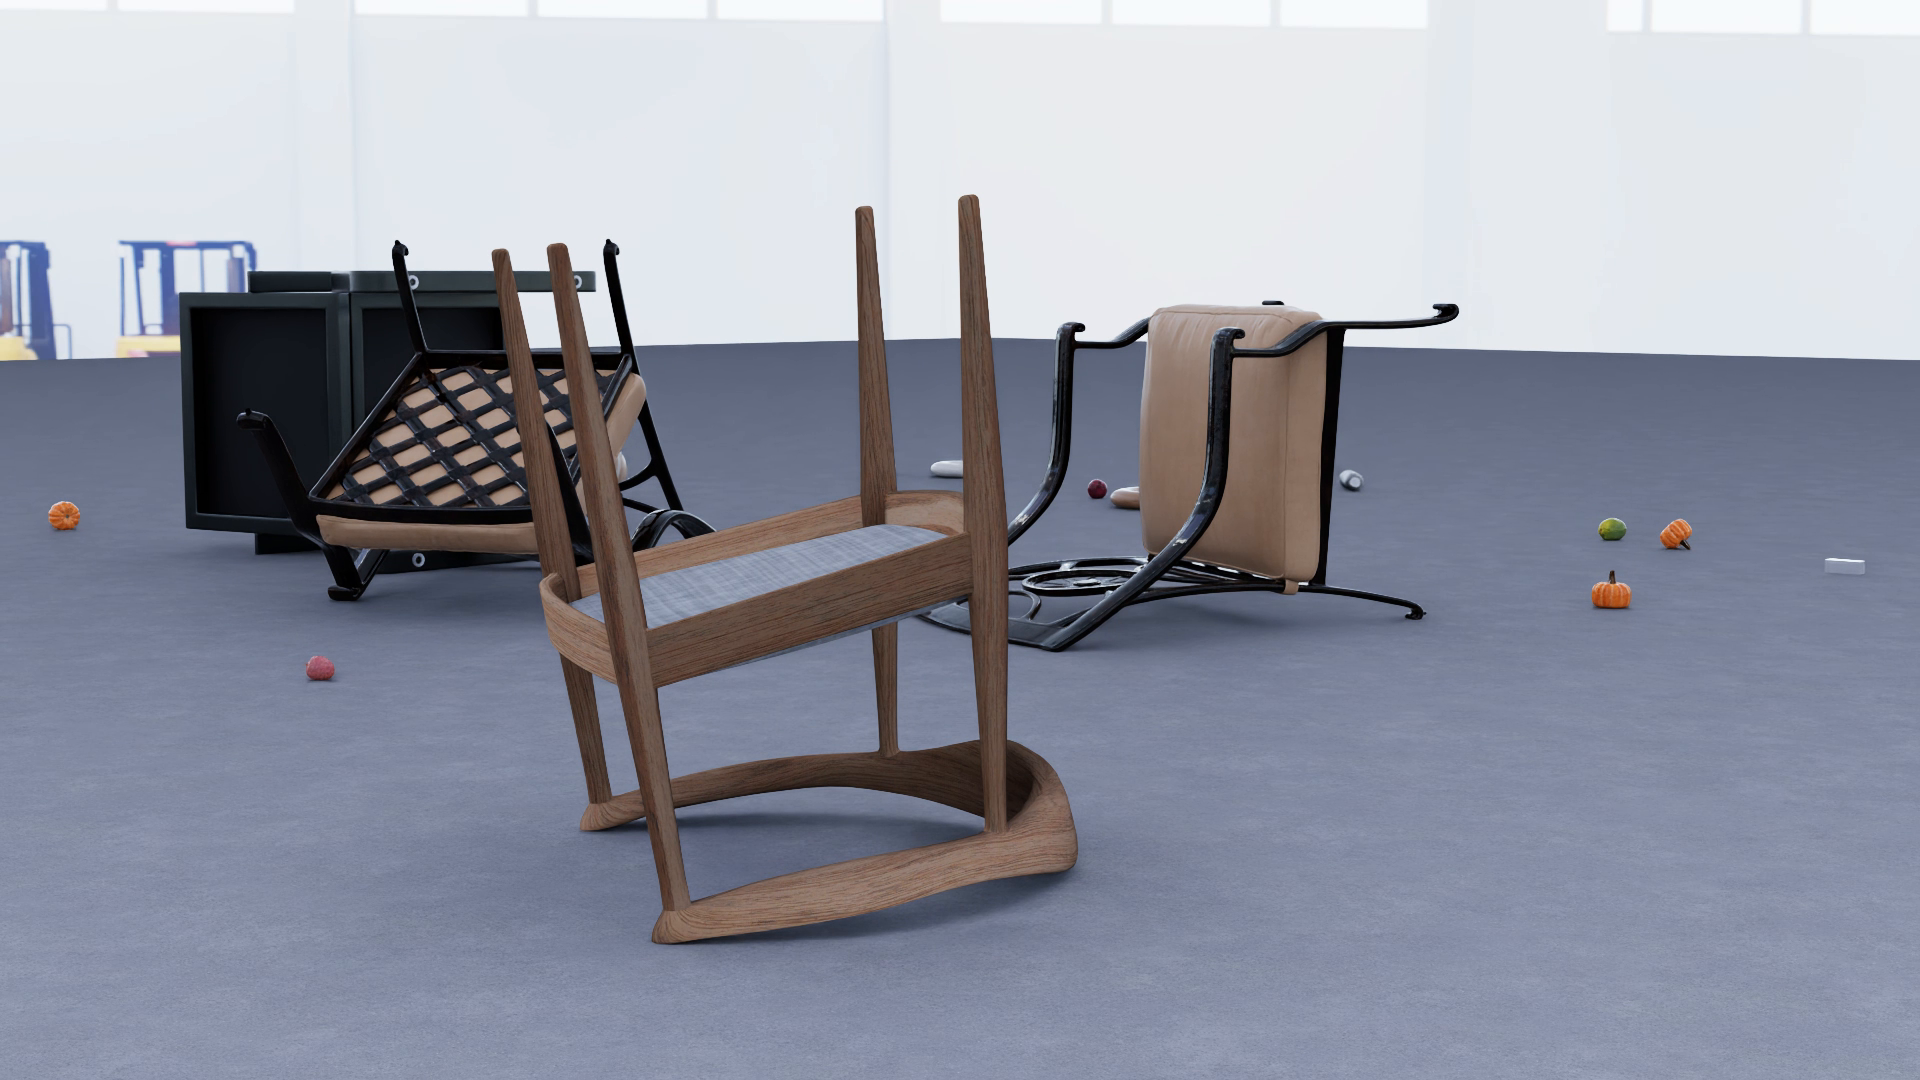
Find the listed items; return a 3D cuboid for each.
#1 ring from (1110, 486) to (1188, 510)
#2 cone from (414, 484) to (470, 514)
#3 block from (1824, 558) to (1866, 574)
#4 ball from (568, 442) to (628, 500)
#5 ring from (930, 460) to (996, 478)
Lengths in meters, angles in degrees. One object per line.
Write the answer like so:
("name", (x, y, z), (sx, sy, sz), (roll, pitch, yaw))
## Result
("ring", (0.541, -0.119, 7.321), (0.222, 0.051, 0.242), (3, 7, 19))
("cone", (-1.444, -0.103, 7.221), (0.156, 0.081, 0.159), (-2, -8, -1))
("block", (1.966, 0.059, 5.700), (0.078, 0.028, 0.033), (5, 8, 39))
("ball", (-1.066, -0.204, 7.555), (0.172, 0.172, 0.172), (0, 6, 0))
("ring", (0.012, -0.232, 8.444), (0.211, 0.046, 0.230), (-3, 7, -35))
